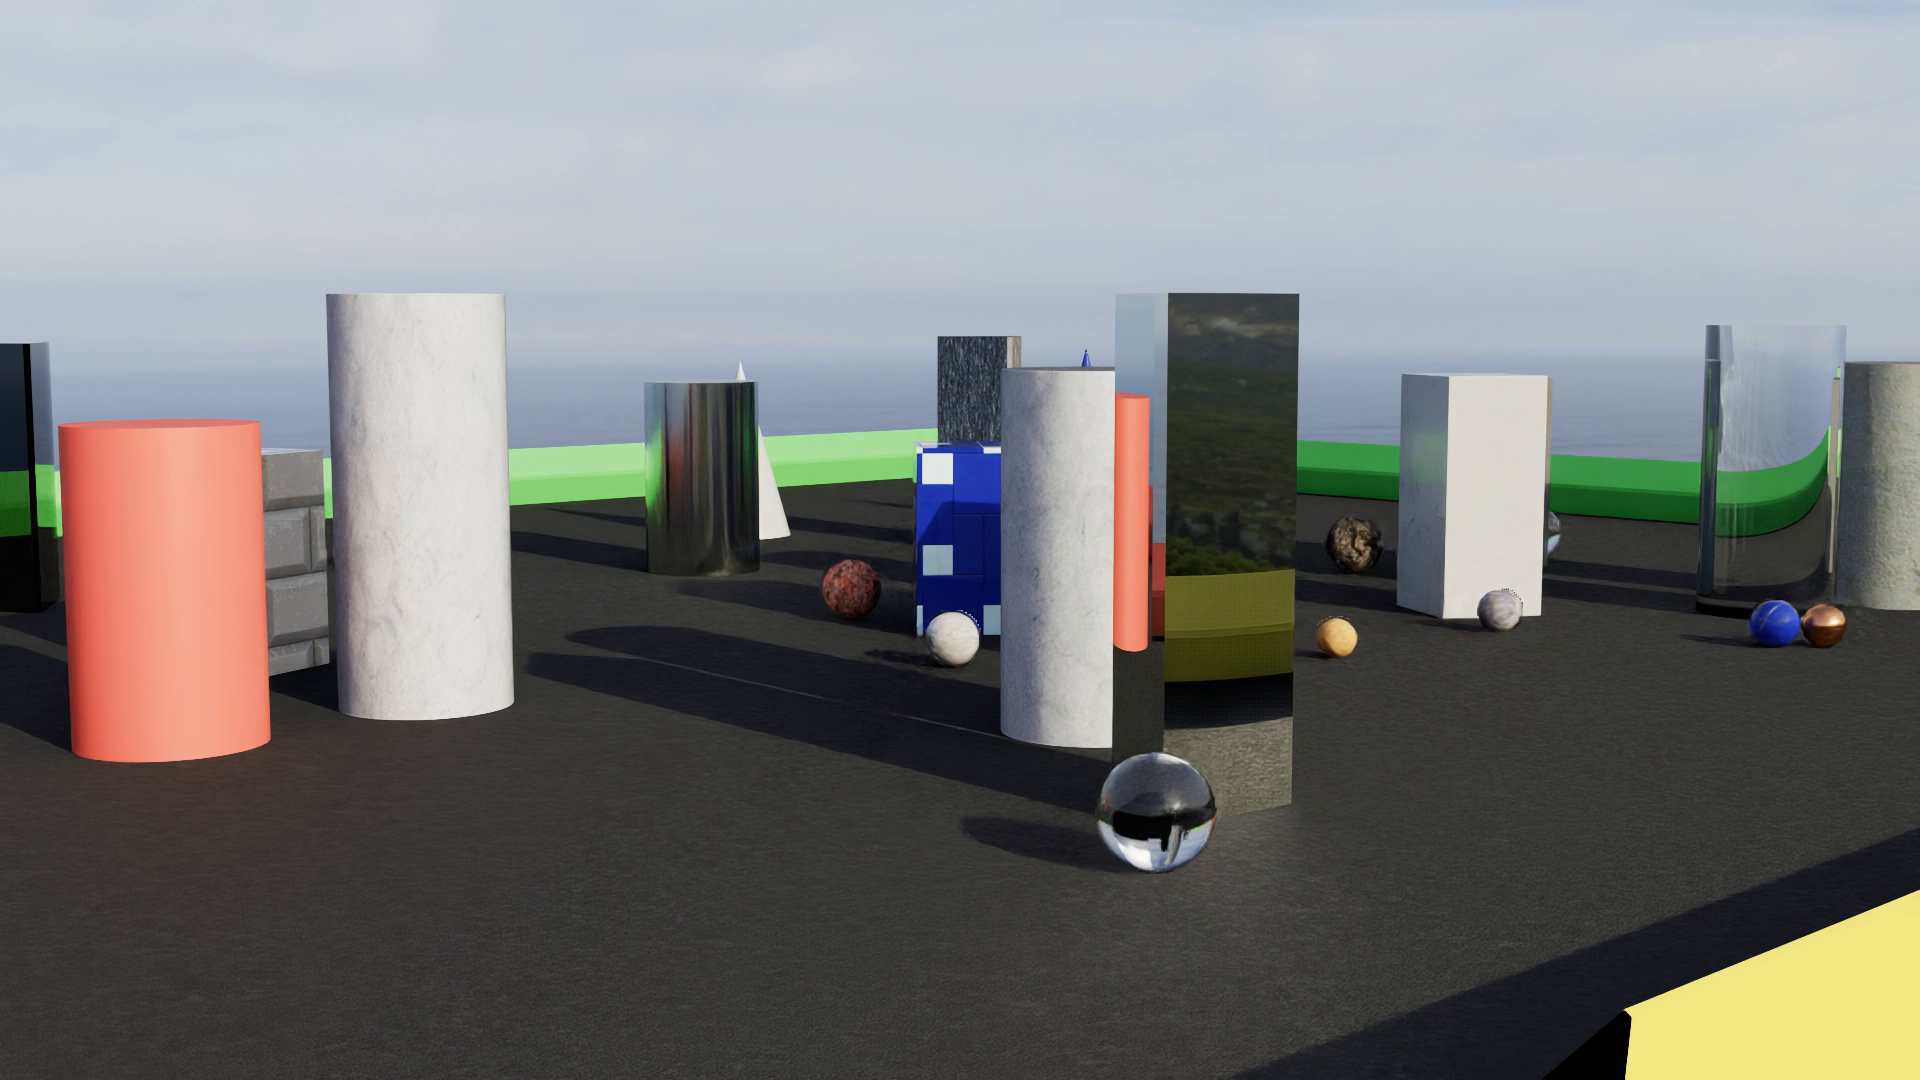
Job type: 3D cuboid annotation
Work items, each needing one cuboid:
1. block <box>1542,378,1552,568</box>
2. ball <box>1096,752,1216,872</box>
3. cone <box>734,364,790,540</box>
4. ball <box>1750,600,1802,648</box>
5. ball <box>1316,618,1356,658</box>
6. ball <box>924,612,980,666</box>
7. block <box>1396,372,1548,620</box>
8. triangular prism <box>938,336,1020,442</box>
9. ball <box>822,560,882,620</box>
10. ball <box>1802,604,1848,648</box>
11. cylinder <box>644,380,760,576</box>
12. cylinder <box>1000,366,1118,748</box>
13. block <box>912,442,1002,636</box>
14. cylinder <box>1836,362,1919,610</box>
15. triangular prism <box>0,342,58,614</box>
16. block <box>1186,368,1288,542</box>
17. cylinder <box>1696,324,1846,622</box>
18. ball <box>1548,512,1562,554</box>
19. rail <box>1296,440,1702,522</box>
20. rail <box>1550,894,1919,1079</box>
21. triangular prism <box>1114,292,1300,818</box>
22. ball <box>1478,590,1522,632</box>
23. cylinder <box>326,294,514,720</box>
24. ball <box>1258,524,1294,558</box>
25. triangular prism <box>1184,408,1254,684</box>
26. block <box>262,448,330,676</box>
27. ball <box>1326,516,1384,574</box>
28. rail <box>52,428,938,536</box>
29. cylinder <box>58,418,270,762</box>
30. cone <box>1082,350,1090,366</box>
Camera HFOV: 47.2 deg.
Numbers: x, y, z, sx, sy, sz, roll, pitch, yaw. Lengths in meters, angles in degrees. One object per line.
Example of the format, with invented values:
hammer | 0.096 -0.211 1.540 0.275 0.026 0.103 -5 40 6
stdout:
block | 0.909 -0.115 3.789 0.155 0.326 0.155 6 8 42
ball | 0.155 0.216 1.745 0.095 0.095 0.095 0 6 0
cone | -0.432 -0.182 4.337 0.193 0.345 0.193 0 6 0
ball | 1.075 0.110 2.899 0.063 0.063 0.063 0 6 0
ball | 0.482 0.126 2.812 0.051 0.051 0.051 0 6 0
ball | -0.010 0.124 2.747 0.069 0.069 0.069 0 6 0
block | 0.753 -0.069 3.244 0.155 0.349 0.155 -2 6 -14
triangular prism | 0.068 -0.183 4.109 0.167 0.394 0.145 5 8 37
ball | -0.156 0.071 3.167 0.086 0.086 0.086 0 6 0
ball | 1.141 0.113 2.905 0.057 0.057 0.057 0 6 0
cylinder | -0.440 -0.109 3.752 0.193 0.323 0.193 0 6 0
cylinder | 0.139 0.011 2.316 0.193 0.382 0.193 0 6 0
block | 0.014 -0.006 3.079 0.155 0.256 0.155 0 6 -3
cylinder | 1.419 -0.087 3.340 0.193 0.364 0.193 0 6 0
triangular prism | -1.413 -0.099 3.304 0.167 0.395 0.145 2 6 17
block | 0.521 -0.166 4.257 0.155 0.330 0.155 -4 7 -35
cylinder | 1.186 -0.103 3.220 0.193 0.421 0.193 0 6 0
ball | 1.028 -0.014 3.939 0.093 0.093 0.093 0 6 0
rail | 1.438 -0.106 4.652 0.045 0.126 3.852 -6 8 -42
rail | 1.290 0.179 1.942 3.961 0.126 0.045 -6 8 -42
triangular prism | 0.189 0.009 1.973 0.167 0.458 0.145 -5 8 -38
ball | 0.746 0.098 3.041 0.059 0.059 0.059 0 6 0
cylinder | -0.603 -0.044 2.462 0.193 0.461 0.193 0 6 0
ball | 0.566 0.001 3.942 0.063 0.063 0.063 0 6 0
triangular prism | 0.256 0.000 2.708 0.145 0.323 0.167 4 7 33
block | -0.898 0.025 2.723 0.155 0.269 0.155 3 7 25
ball | 0.666 0.008 3.714 0.097 0.097 0.097 0 6 0
rail | -1.290 -0.113 4.722 3.961 0.126 0.045 -6 8 -42
cylinder | -0.811 0.045 2.247 0.193 0.329 0.193 0 6 0
cone | 0.259 -0.213 4.525 0.193 0.367 0.193 0 6 0
